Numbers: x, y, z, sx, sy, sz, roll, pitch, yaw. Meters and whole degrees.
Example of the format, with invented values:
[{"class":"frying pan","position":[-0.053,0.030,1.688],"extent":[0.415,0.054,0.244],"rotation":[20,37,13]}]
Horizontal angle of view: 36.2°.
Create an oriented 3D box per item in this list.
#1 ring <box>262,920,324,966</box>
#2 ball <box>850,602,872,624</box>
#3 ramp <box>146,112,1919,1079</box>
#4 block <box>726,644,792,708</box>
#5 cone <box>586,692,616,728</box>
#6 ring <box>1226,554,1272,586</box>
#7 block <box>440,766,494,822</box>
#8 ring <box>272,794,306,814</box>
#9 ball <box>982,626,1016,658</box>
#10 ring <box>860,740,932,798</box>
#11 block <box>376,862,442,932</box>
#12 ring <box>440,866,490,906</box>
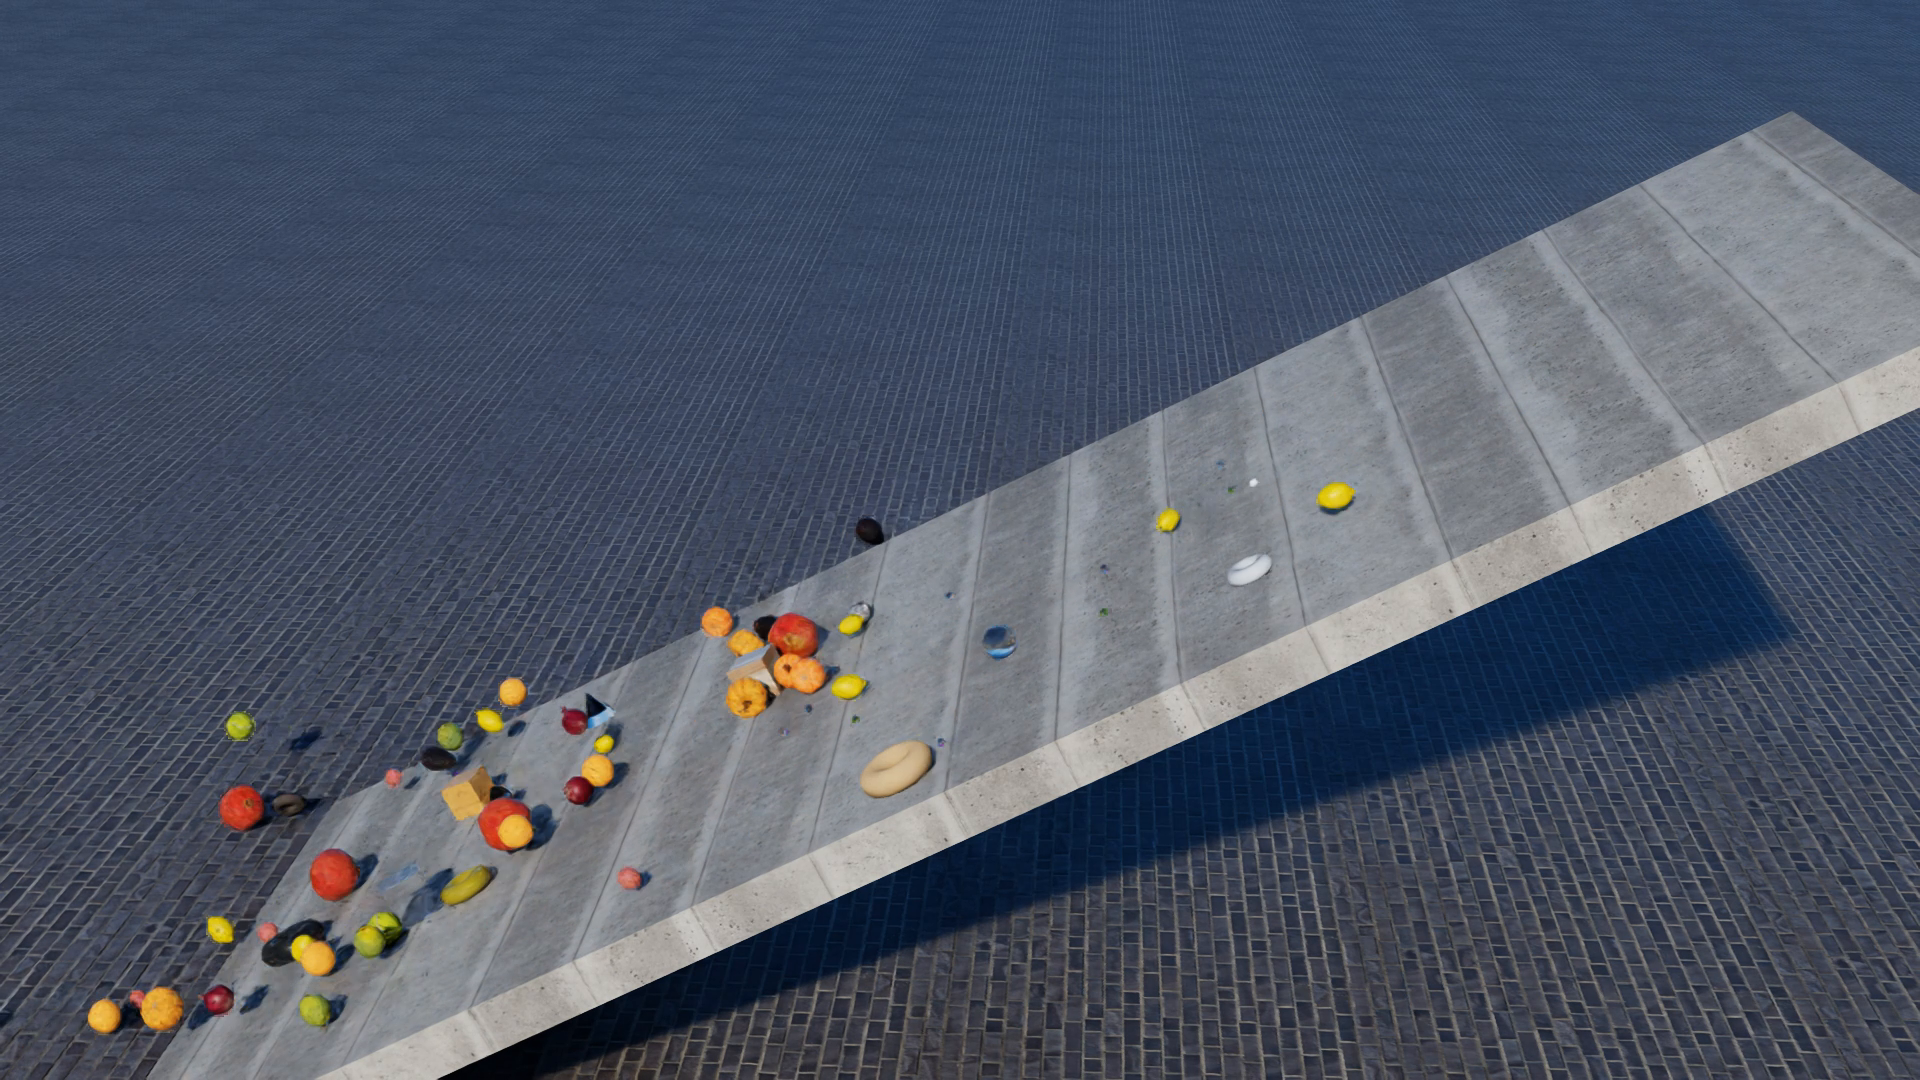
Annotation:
[{"class":"ring","position":[-1.459,0.880,6.430],"extent":[0.147,0.049,0.147],"rotation":[-26,11,5]},{"class":"ball","position":[-0.226,0.164,6.679],"extent":[0.050,0.050,0.050],"rotation":[0,17,0]},{"class":"ramp","position":[0.139,0.168,6.281],"extent":[4.000,0.100,2.000],"rotation":[-25,14,10]},{"class":"block","position":[-0.444,0.300,6.513],"extent":[0.091,0.091,0.091],"rotation":[-23,14,20]},{"class":"cone","position":[-0.875,0.396,7.023],"extent":[0.076,0.076,0.076],"rotation":[-26,14,7]},{"class":"ring","position":[0.552,0.057,5.611],"extent":[0.094,0.031,0.094],"rotation":[-27,13,7]},{"class":"block","position":[-1.133,0.587,6.810],"extent":[0.082,0.082,0.082],"rotation":[-22,15,23]},{"class":"ring","position":[-1.753,0.690,7.687],"extent":[0.088,0.088,0.029],"rotation":[-4,60,-14]},{"class":"ball","position":[0.078,0.205,5.905],"extent":[0.066,0.066,0.066],"rotation":[0,17,0]},{"class":"ring","position":[-0.119,0.428,5.503],"extent":[0.149,0.050,0.149],"rotation":[-27,17,9]},{"class":"block","position":[-1.167,0.755,6.230],"extent":[0.095,0.095,0.095],"rotation":[-31,14,-12]},{"class":"ring","position":[-1.043,0.728,6.206],"extent":[0.117,0.039,0.117],"rotation":[-30,11,7]}]
